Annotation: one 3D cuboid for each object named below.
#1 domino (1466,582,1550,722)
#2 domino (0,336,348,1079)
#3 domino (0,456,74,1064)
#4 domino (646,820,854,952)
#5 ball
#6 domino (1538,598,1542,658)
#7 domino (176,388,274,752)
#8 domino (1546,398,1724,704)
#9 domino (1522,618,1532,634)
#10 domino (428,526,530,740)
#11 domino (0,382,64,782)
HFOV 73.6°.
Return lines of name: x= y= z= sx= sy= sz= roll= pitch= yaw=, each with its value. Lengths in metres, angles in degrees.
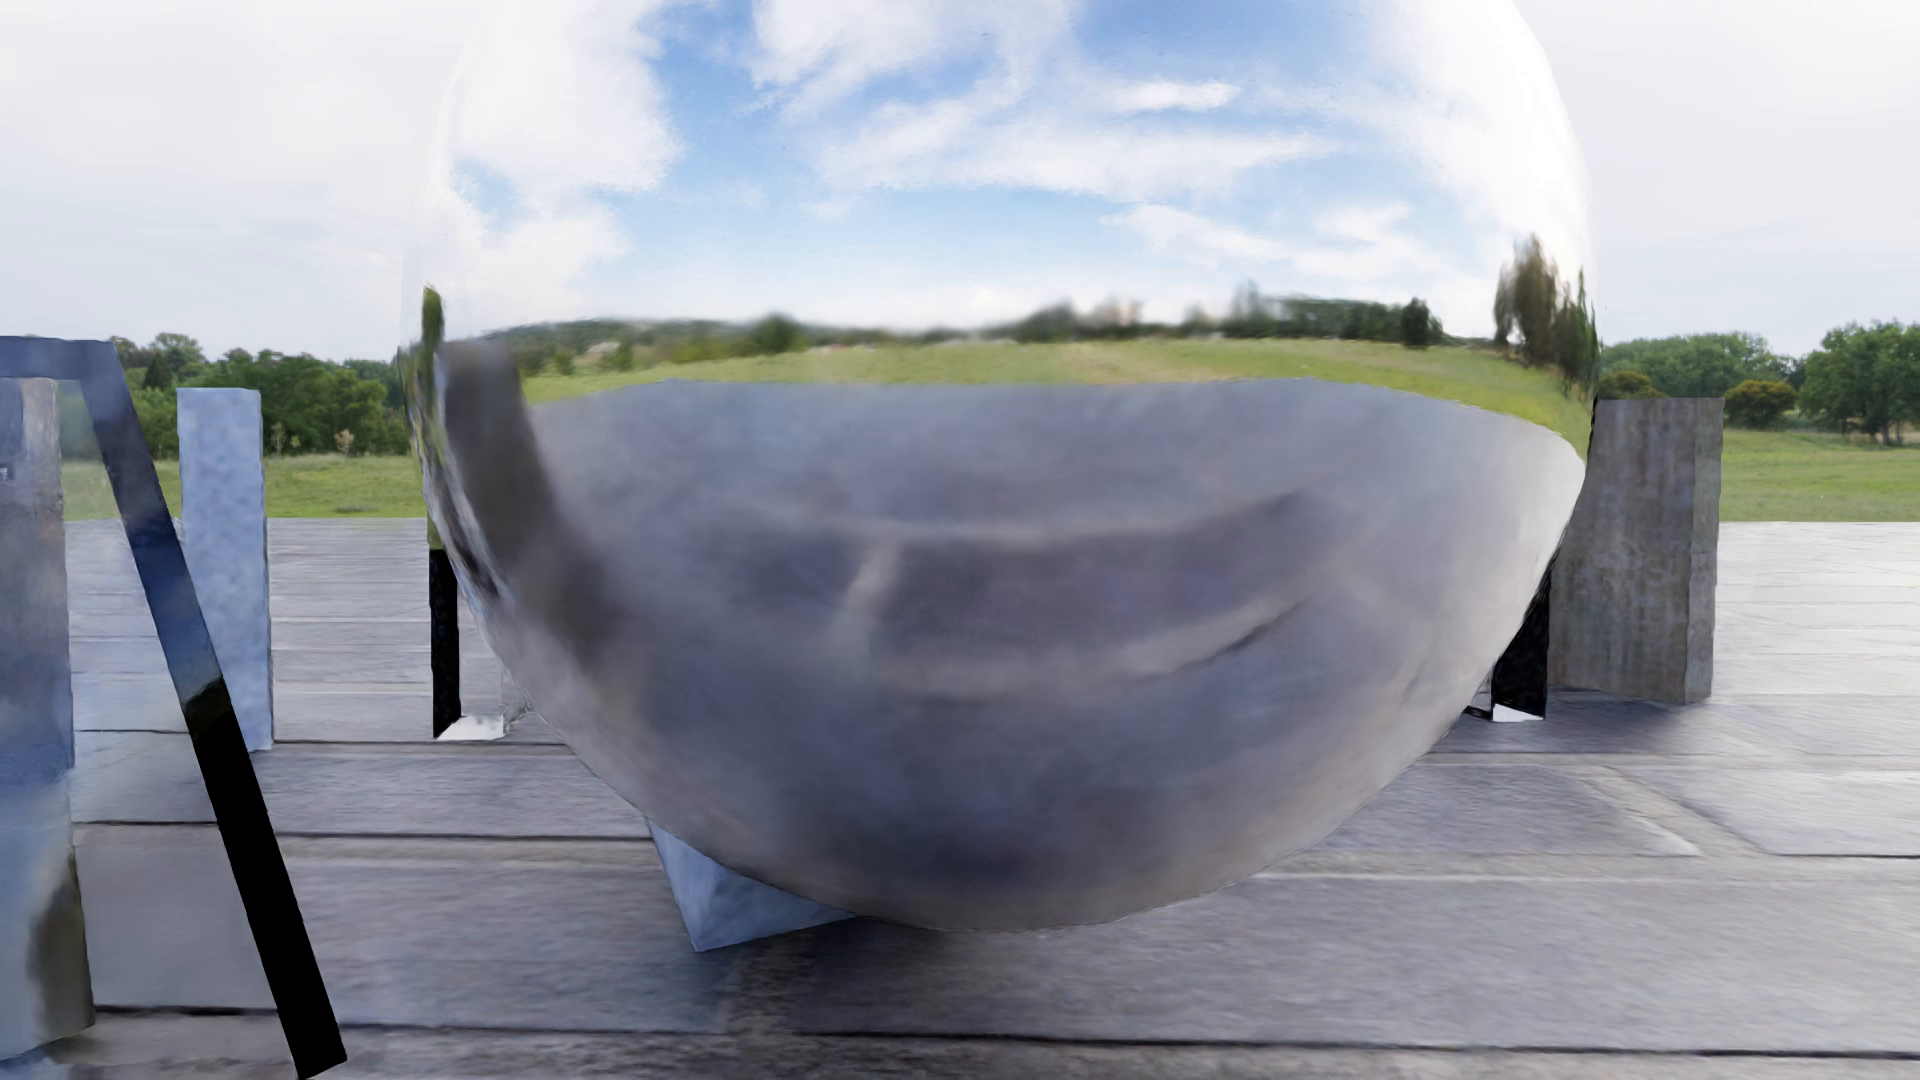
domino: x=0.083 y=0.002 z=0.208 sx=0.009 sy=0.050 sz=0.025 roll=-1 pitch=4 yaw=-12
domino: x=-0.057 y=0.012 z=0.075 sx=0.009 sy=0.050 sz=0.025 roll=-28 pitch=-10 yaw=29
domino: x=-0.075 y=0.011 z=0.080 sx=0.009 sy=0.050 sz=0.025 roll=-6 pitch=1 yaw=28
domino: x=-0.021 y=0.015 z=0.128 sx=0.025 sy=0.010 sz=0.050 roll=-3 pitch=40 yaw=-33
ball: x=0.002 y=-0.013 z=0.094 sx=0.080 sy=0.080 sz=0.080 roll=0 pitch=4 yaw=0
domino: x=0.128 y=-0.001 z=0.251 sx=0.025 sy=0.050 sz=0.009 roll=-1 pitch=4 yaw=-7
domino: x=-0.106 y=0.004 z=0.186 sx=0.009 sy=0.050 sz=0.025 roll=-2 pitch=5 yaw=-27
domino: x=0.115 y=0.001 z=0.221 sx=0.009 sy=0.050 sz=0.025 roll=-3 pitch=5 yaw=-36
domino: x=0.115 y=-0.004 z=0.283 sx=0.025 sy=0.050 sz=0.009 roll=-3 pitch=5 yaw=-35
domino: x=-0.073 y=0.003 z=0.195 sx=0.009 sy=0.050 sz=0.025 roll=-1 pitch=4 yaw=-9
domino: x=-0.128 y=0.005 z=0.161 sx=0.025 sy=0.050 sz=0.010 roll=1 pitch=4 yaw=13
